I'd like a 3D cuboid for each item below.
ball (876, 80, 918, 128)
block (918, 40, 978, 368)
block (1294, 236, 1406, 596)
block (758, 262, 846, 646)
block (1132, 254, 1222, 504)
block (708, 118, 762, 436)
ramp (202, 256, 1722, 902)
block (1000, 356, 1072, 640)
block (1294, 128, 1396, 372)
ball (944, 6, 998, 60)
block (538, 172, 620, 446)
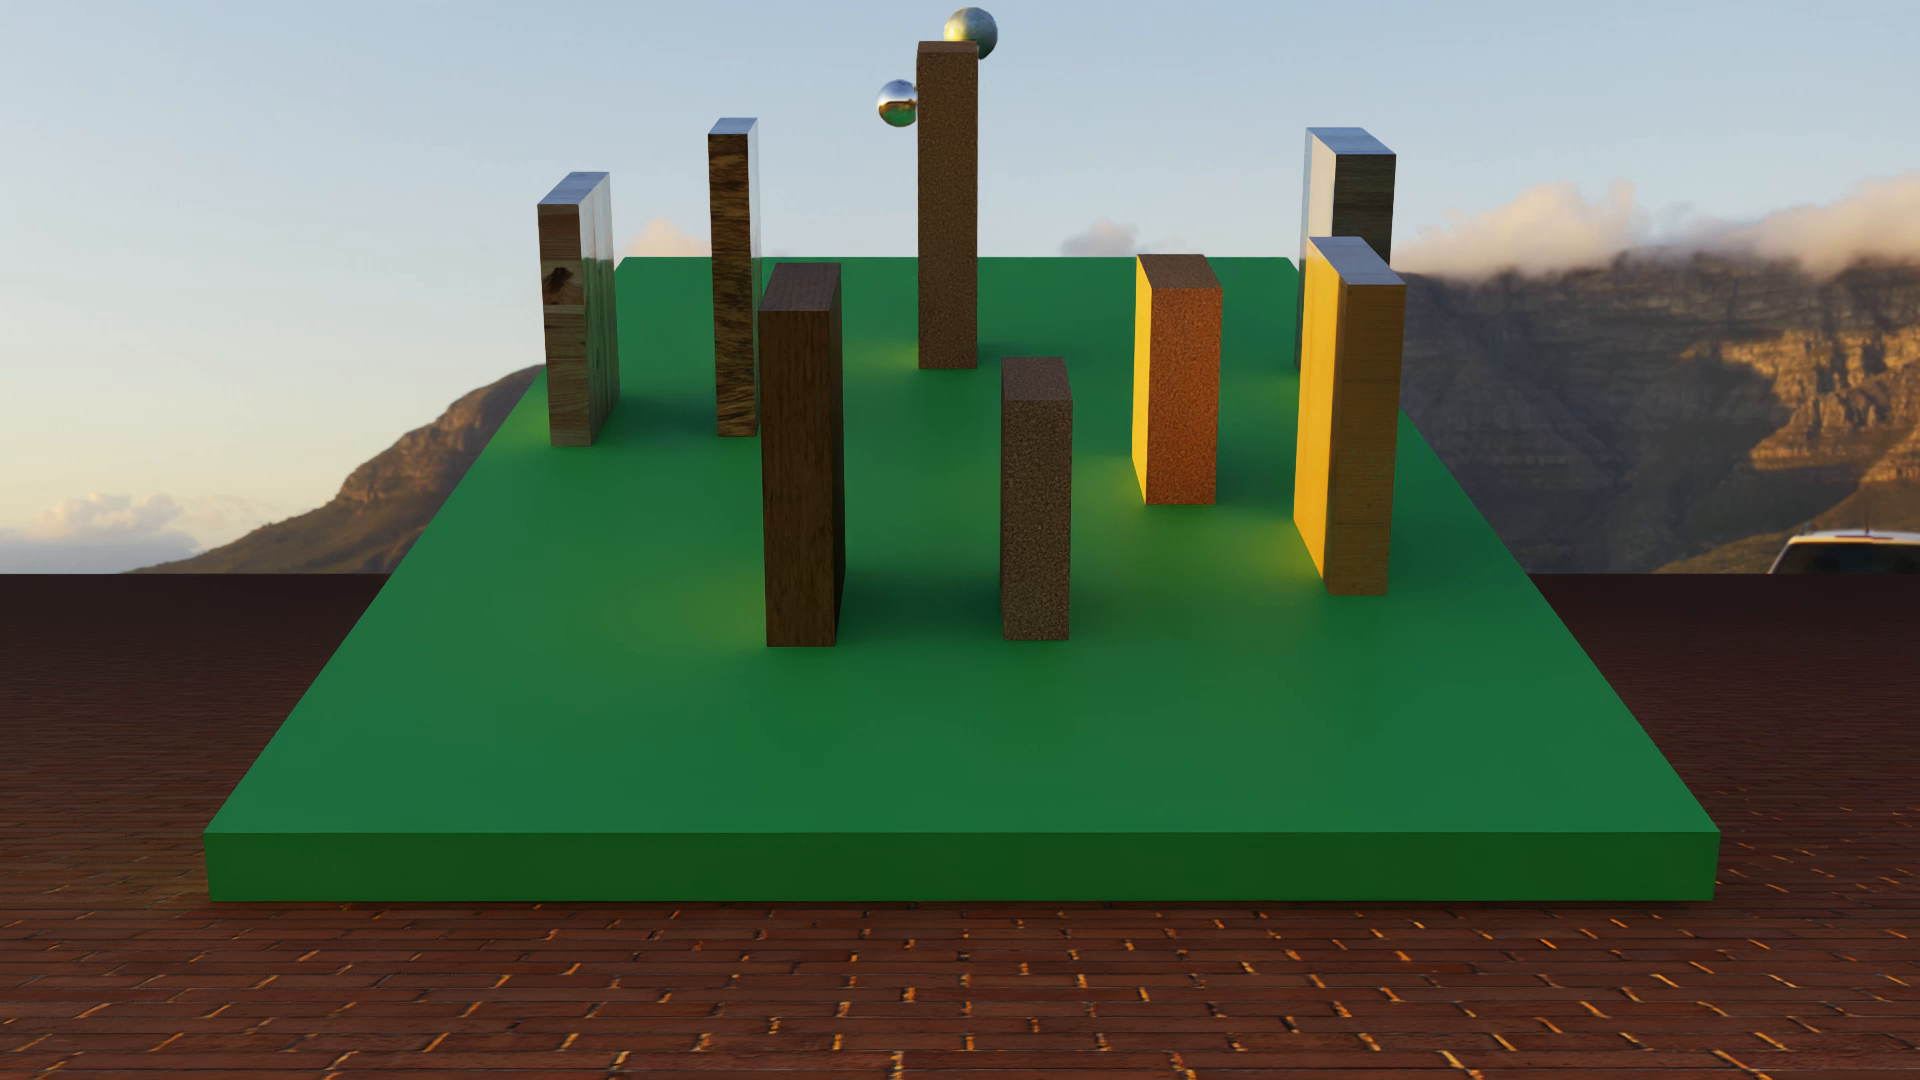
[{"bbox_3d":[-0.168,-1.218,6.241,0.132,0.132,0.132,0,-1,0],"label":"ball"},{"bbox_3d":[-0.029,-0.811,5.409,0.141,0.749,0.271,0,18,0],"label":"block"},{"bbox_3d":[0.683,-0.230,3.963,0.097,0.541,0.435,0,18,0],"label":"block"},{"bbox_3d":[-0.257,-0.150,3.700,0.110,0.550,0.386,0,18,0],"label":"block"},{"bbox_3d":[0.426,-0.324,4.438,0.134,0.426,0.344,0,18,0],"label":"block"},{"bbox_3d":[-0.480,-0.569,4.832,0.082,0.646,0.260,0,18,0],"label":"block"},{"bbox_3d":[-0.004,-0.187,4.864,2.000,0.100,4.000,0,18,0],"label":"ramp"},{"bbox_3d":[0.123,-0.074,3.709,0.106,0.401,0.294,0,18,0],"label":"block"},{"bbox_3d":[0.881,-0.633,5.154,0.132,0.572,0.438,0,18,0],"label":"block"},{"bbox_3d":[0.032,-1.452,6.422,0.155,0.155,0.155,0,-1,0],"label":"ball"},{"bbox_3d":[-0.823,-0.510,4.862,0.085,0.514,0.435,0,18,0],"label":"block"}]
